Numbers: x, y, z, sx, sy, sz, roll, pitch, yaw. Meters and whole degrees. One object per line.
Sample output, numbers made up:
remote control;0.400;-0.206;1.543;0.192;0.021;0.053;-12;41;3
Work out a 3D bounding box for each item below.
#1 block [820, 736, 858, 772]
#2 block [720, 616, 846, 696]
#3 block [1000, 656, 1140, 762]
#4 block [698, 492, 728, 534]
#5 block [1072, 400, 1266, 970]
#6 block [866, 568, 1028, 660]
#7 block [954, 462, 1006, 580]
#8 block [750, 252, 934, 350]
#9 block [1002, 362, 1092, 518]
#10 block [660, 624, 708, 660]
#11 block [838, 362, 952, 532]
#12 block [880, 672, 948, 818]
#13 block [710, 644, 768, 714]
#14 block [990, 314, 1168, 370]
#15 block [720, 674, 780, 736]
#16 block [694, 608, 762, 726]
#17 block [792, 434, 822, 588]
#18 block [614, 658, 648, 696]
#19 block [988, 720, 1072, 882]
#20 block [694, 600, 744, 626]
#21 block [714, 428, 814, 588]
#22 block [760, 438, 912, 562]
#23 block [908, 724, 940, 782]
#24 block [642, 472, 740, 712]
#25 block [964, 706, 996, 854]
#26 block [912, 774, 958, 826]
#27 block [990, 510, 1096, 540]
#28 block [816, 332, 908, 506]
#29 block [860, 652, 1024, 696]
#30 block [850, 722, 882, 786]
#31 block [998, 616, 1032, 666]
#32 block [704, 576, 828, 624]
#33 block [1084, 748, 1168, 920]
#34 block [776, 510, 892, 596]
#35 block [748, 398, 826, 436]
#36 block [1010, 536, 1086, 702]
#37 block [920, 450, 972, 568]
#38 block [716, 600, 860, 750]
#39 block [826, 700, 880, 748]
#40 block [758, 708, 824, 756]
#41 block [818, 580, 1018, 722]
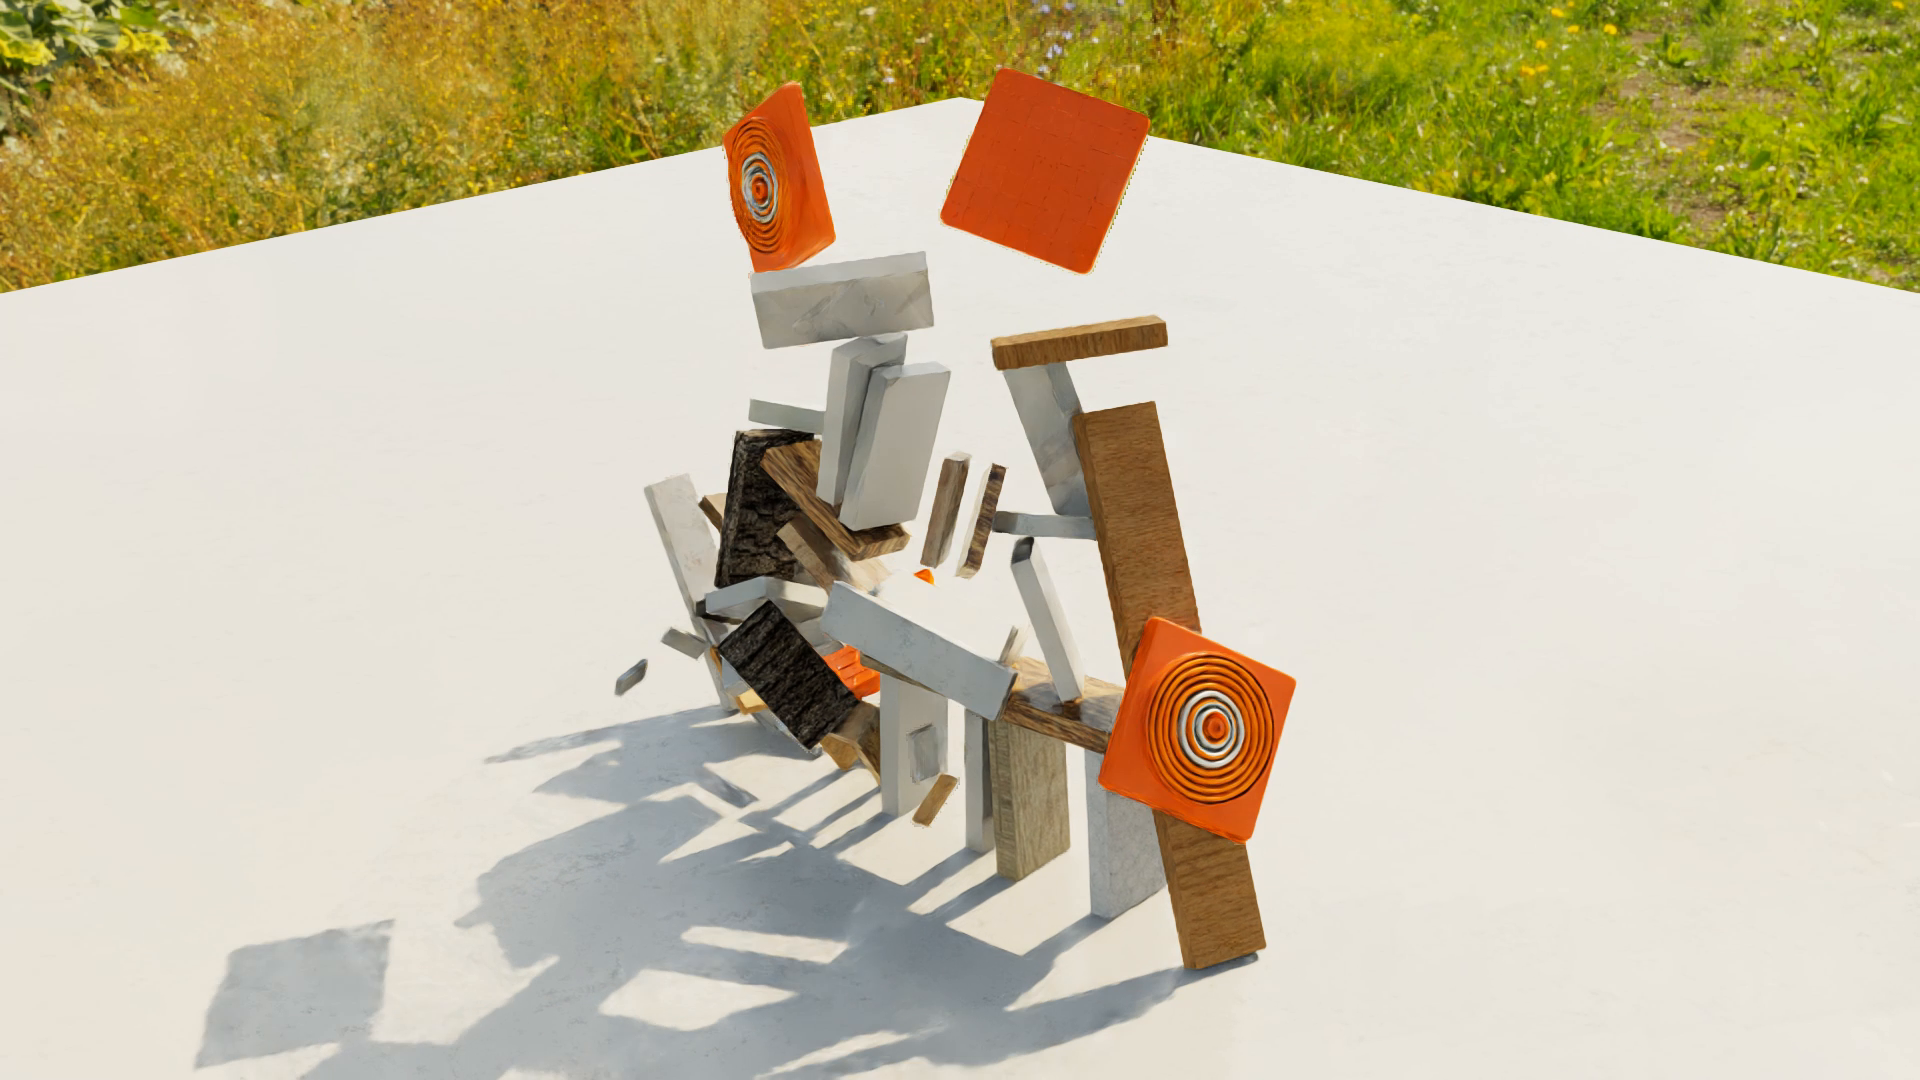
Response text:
block;-0.252;0.400;4.569;0.025;0.175;0.088;25;69;36
block;-0.379;0.215;4.673;0.283;0.040;0.141;-25;49;19
block;0.212;0.311;4.092;0.338;0.048;0.169;16;28;33
block;-0.457;-0.013;4.726;0.110;0.031;0.220;-8;51;-51
block;0.378;0.258;3.964;0.152;1.010;0.043;-11;0;-26
block;-0.032;0.164;4.288;0.296;0.042;0.148;27;31;18
block;0.038;-0.033;3.998;0.028;0.199;0.099;17;-13;-7
block;-0.215;-0.440;4.047;0.321;0.161;0.046;-8;55;0
block;0.182;-0.189;4.033;0.043;0.303;0.152;-29;18;-26
block;-0.597;0.221;4.760;0.092;0.046;0.013;28;27;-20
block;-0.125;-0.179;4.199;0.161;0.321;0.046;-11;35;-42
block;-0.092;0.386;4.444;0.045;0.319;0.159;17;28;34
block;-0.463;0.292;4.749;0.088;0.025;0.176;-15;55;-29
block;0.210;-0.352;3.920;0.303;0.043;0.152;-8;11;-1
block;-0.433;0.333;4.792;0.176;0.025;0.088;47;45;5
block;-0.495;0.269;4.825;0.046;0.293;0.013;-25;-6;-44
block;-0.353;-0.054;4.557;0.163;0.327;0.046;-3;16;13
block;-0.700;0.293;4.685;0.013;0.046;0.092;28;38;18
block;0.135;0.467;4.224;0.048;0.338;0.169;13;26;39
block;-0.462;0.137;4.748;0.110;0.031;0.220;16;-24;-40
block;-0.396;-0.060;4.446;0.163;0.327;0.046;-4;21;-42
block;-0.244;-0.080;4.325;0.148;0.042;0.296;-14;52;-48
block;-0.068;0.410;4.223;0.052;0.104;0.015;-21;30;-29
block;-0.562;0.115;4.876;0.110;0.526;0.031;-22;4;-42
block;0.080;0.440;4.316;0.045;0.319;0.159;19;29;38
block;-0.046;0.486;4.108;0.104;0.015;0.052;-55;20;-15
block;0.209;-0.024;4.063;0.281;0.040;0.140;4;2;-21
block;-0.187;-0.236;4.178;0.046;0.321;0.161;30;39;30
block;-0.026;0.242;4.317;0.319;0.045;0.159;18;29;36
block;-0.164;0.426;4.506;0.025;0.176;0.088;18;63;34
block;0.100;0.206;4.184;0.015;0.127;0.052;34;35;19
block;-0.380;0.127;4.477;0.141;0.040;0.283;-17;-16;25
block;0.311;0.519;4.100;0.048;0.338;0.169;15;27;41
block;-0.222;0.060;4.367;0.042;0.296;0.148;-38;3;35
block;-0.275;-0.241;4.424;0.163;0.046;0.327;3;6;-34
block;0.163;0.144;4.056;0.040;0.281;0.140;-18;15;11
block;-0.025;-0.055;3.952;0.028;0.199;0.099;16;13;11
block;-0.340;0.270;4.373;0.141;0.284;0.040;-43;24;-9
block;-0.247;0.356;4.464;0.176;0.025;0.088;17;64;36
block;-0.344;0.388;4.732;0.176;0.025;0.088;34;42;22
block;-0.082;0.206;4.120;0.400;0.099;0.028;26;16;21
